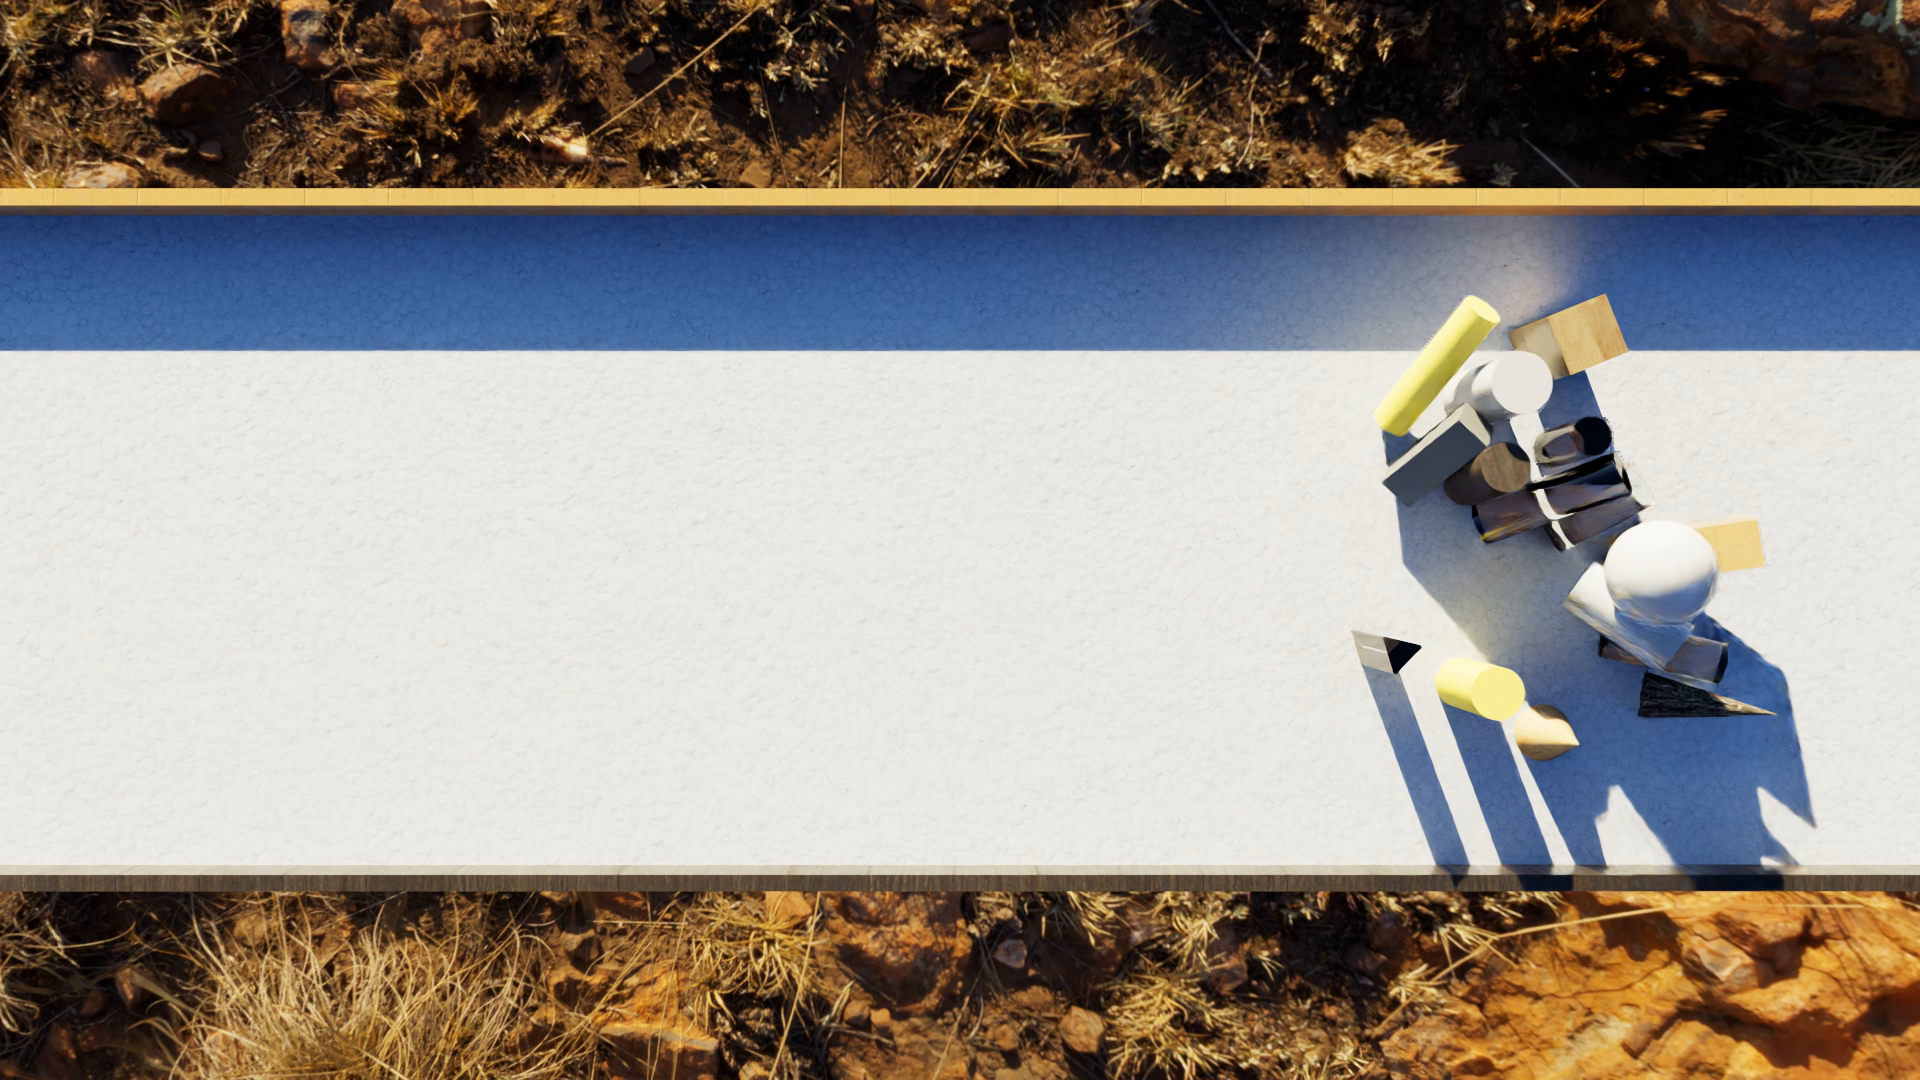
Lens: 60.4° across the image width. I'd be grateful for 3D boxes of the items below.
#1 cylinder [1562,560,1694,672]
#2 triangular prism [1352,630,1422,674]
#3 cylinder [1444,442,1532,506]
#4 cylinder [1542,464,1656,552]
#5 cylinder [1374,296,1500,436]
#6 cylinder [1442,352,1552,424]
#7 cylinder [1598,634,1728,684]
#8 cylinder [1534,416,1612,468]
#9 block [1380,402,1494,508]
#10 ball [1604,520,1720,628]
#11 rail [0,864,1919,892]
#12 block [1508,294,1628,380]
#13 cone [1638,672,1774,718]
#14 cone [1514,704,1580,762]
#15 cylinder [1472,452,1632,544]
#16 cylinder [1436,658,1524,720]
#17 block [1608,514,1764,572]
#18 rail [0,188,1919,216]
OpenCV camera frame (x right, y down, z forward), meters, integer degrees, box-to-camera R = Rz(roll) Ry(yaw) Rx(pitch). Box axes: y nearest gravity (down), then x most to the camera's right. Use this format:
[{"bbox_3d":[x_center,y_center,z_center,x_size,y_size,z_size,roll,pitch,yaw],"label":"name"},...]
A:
[{"bbox_3d":[1.972,0.225,4.877,0.331,0.169,0.169,38,90,18],"label":"cylinder"},{"bbox_3d":[1.241,0.310,4.886,0.097,0.382,0.112,43,90,0],"label":"triangular prism"},{"bbox_3d":[1.561,-0.193,4.896,0.145,0.346,0.145,0,85,-1],"label":"cylinder"},{"bbox_3d":[1.910,-0.095,4.954,0.303,0.139,0.139,-31,90,23],"label":"cylinder"},{"bbox_3d":[1.411,-0.511,4.900,0.116,0.116,0.453,33,125,0],"label":"cylinder"},{"bbox_3d":[1.583,-0.440,4.876,0.178,0.389,0.178,0,88,-4],"label":"cylinder"},{"bbox_3d":[2.123,0.332,4.984,0.341,0.127,0.127,13,90,10],"label":"cylinder"},{"bbox_3d":[1.824,-0.290,4.922,0.116,0.301,0.116,0,86,-2],"label":"cylinder"},{"bbox_3d":[1.423,-0.252,4.921,0.115,0.115,0.326,41,132,-4],"label":"block"},{"bbox_3d":[1.990,0.095,4.680,0.305,0.305,0.305,0,90,0],"label":"ball"},{"bbox_3d":[-2.247,1.025,5.001,12.000,0.150,0.050,0,90,0],"label":"rail"},{"bbox_3d":[1.802,-0.590,4.904,0.180,0.345,0.180,-22,90,0],"label":"block"},{"bbox_3d":[2.252,0.494,4.949,0.381,0.142,0.142,8,90,18],"label":"cone"},{"bbox_3d":[1.793,0.593,4.925,0.174,0.304,0.174,0,90,0],"label":"cone"},{"bbox_3d":[1.757,-0.121,4.908,0.435,0.129,0.129,-24,90,30],"label":"cylinder"},{"bbox_3d":[1.539,0.439,4.897,0.153,0.359,0.153,0,90,0],"label":"cylinder"},{"bbox_3d":[2.167,0.031,4.927,0.405,0.139,0.139,-10,94,24],"label":"block"},{"bbox_3d":[-2.247,-1.025,5.002,12.000,0.150,0.050,0,90,0],"label":"rail"}]
